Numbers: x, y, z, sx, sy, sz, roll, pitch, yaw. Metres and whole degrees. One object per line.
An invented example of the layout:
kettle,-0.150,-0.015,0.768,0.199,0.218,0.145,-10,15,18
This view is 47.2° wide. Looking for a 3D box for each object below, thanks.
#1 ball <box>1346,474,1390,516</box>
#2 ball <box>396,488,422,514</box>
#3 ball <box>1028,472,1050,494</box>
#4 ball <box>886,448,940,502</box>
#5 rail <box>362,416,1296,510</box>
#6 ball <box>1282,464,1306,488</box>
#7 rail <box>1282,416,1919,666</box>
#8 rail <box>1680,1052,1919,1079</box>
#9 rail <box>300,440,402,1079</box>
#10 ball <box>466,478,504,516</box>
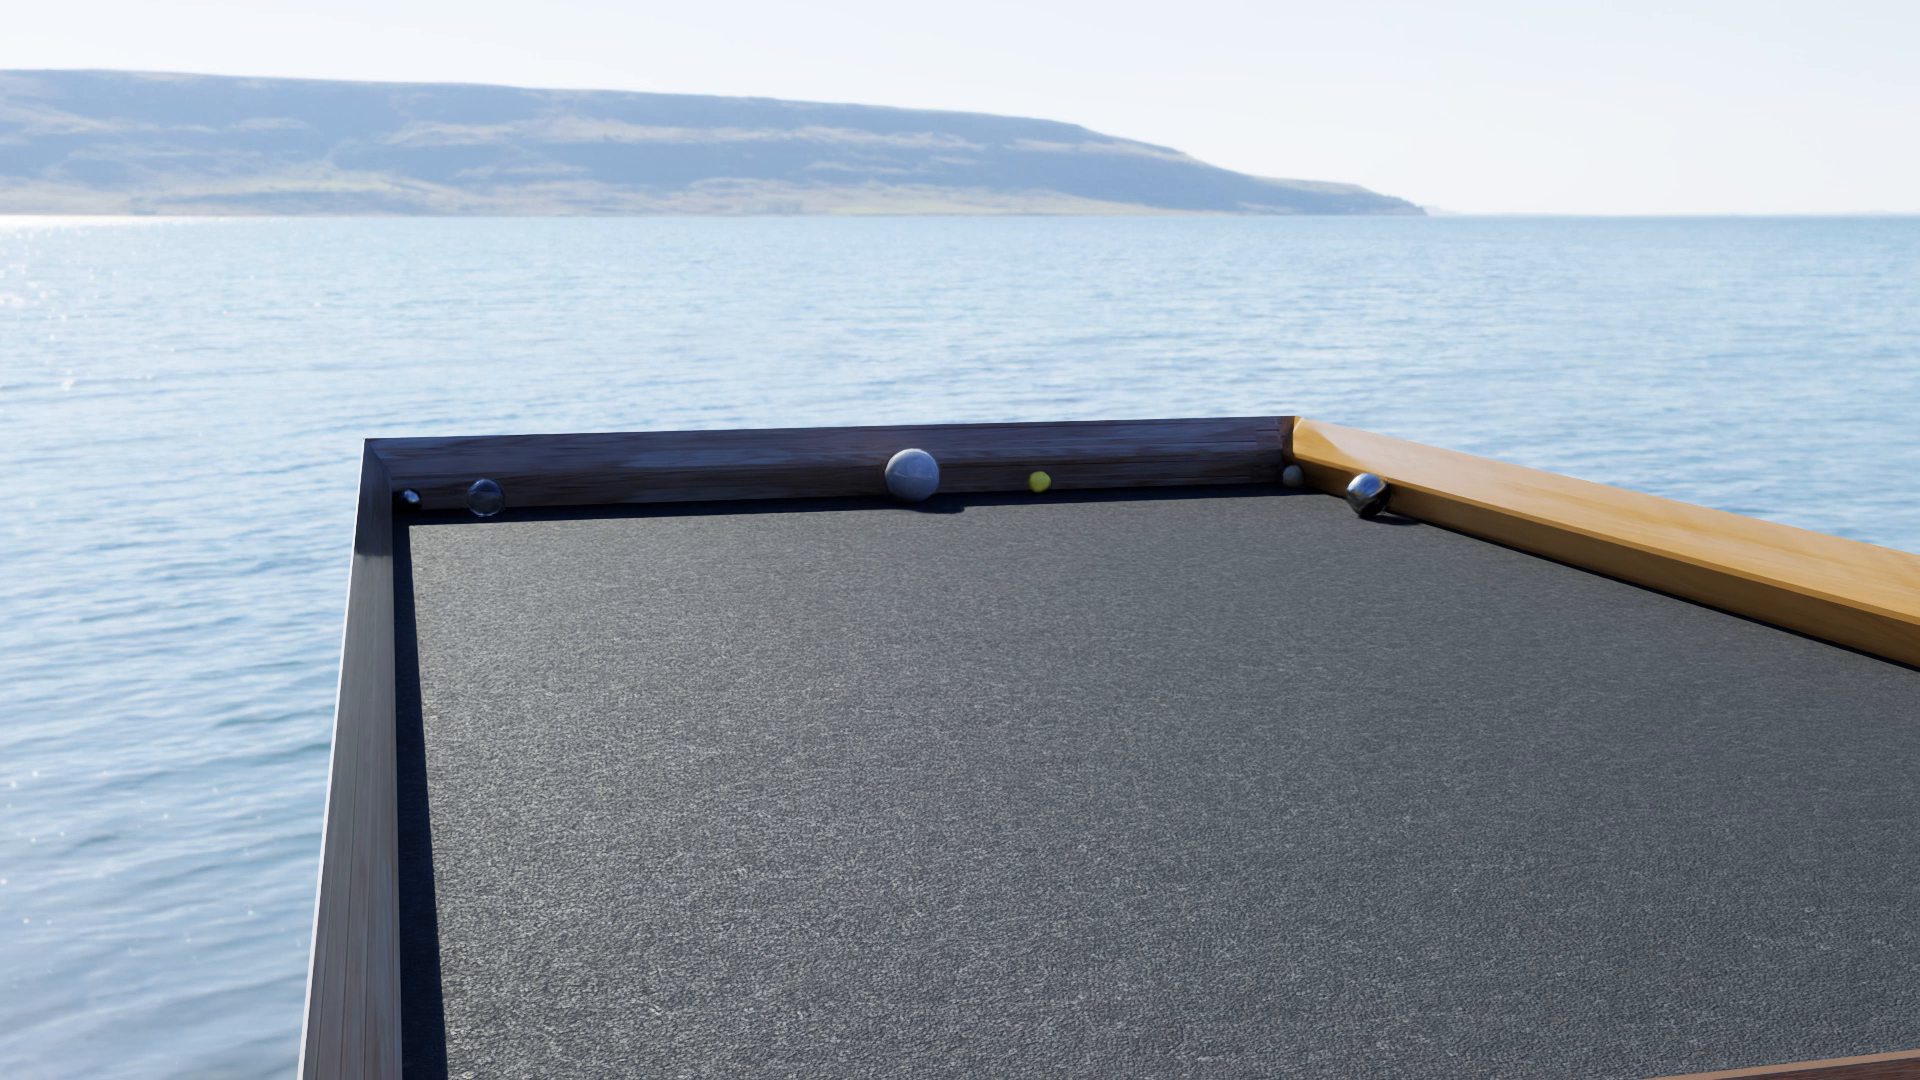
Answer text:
ball,0.709,-0.079,3.819,0.076,0.076,0.076,0,8,0
ball,-0.967,-0.068,3.860,0.044,0.044,0.044,0,8,0
ball,0.150,-0.109,4.136,0.042,0.042,0.042,0,8,0
ball,-0.087,-0.117,4.001,0.099,0.099,0.099,0,8,0
rail,-0.190,-0.144,4.073,1.764,0.128,0.045,-2,9,-14
ball,0.639,-0.121,4.206,0.046,0.046,0.046,0,8,0
rail,1.027,0.045,2.803,0.045,0.128,3.144,-2,9,-14
rail,0.583,0.298,1.108,1.764,0.128,0.045,-2,9,-14
rail,-0.635,0.109,2.379,0.045,0.128,3.144,-2,9,-14
ball,-0.825,-0.074,3.822,0.065,0.065,0.065,0,8,0
